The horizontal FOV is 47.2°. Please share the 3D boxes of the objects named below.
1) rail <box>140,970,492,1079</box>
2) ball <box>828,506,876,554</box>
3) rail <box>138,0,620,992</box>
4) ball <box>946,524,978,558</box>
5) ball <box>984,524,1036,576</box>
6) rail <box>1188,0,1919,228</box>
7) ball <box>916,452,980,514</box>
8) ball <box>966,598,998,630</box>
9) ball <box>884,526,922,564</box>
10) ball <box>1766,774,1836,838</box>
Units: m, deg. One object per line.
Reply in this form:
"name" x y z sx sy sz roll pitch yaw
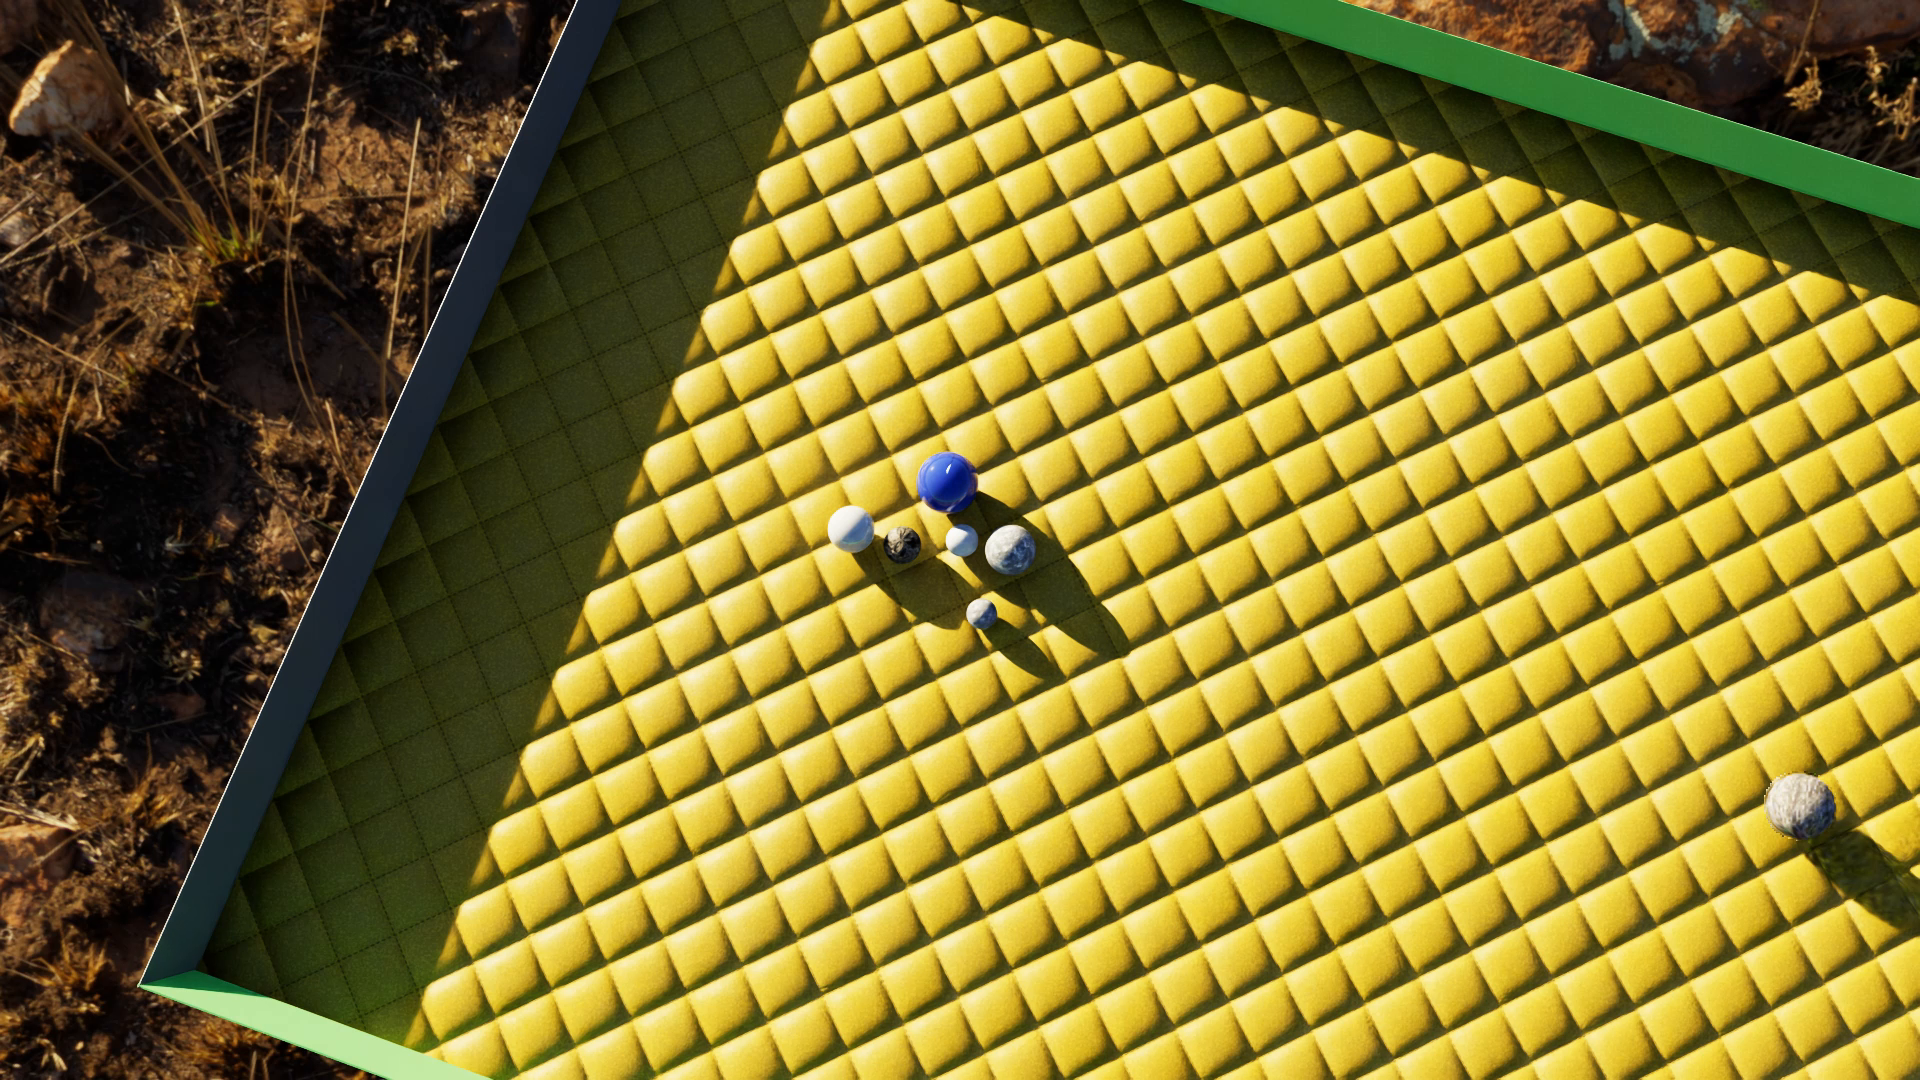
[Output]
"rail" 0.487 1.174 2.998 3.466 0.125 0.045 19 75 5
"ball" -0.166 -0.016 3.365 0.073 0.073 0.073 0 74 0
"rail" -0.795 -0.276 3.411 0.045 0.125 2.046 19 75 5
"ball" 0.003 0.001 3.372 0.051 0.051 0.051 0 74 0
"ball" 0.077 0.015 3.354 0.078 0.078 0.078 0 74 0
"rail" 1.148 -0.640 3.514 3.466 0.125 0.045 19 75 5
"ball" -0.019 -0.088 3.373 0.097 0.097 0.097 0 74 0
"ball" 0.033 0.112 3.342 0.047 0.047 0.047 0 74 0
"ball" -0.088 0.008 3.366 0.058 0.058 0.058 0 74 0
"ball" 1.238 0.392 3.237 0.095 0.095 0.095 0 74 0
